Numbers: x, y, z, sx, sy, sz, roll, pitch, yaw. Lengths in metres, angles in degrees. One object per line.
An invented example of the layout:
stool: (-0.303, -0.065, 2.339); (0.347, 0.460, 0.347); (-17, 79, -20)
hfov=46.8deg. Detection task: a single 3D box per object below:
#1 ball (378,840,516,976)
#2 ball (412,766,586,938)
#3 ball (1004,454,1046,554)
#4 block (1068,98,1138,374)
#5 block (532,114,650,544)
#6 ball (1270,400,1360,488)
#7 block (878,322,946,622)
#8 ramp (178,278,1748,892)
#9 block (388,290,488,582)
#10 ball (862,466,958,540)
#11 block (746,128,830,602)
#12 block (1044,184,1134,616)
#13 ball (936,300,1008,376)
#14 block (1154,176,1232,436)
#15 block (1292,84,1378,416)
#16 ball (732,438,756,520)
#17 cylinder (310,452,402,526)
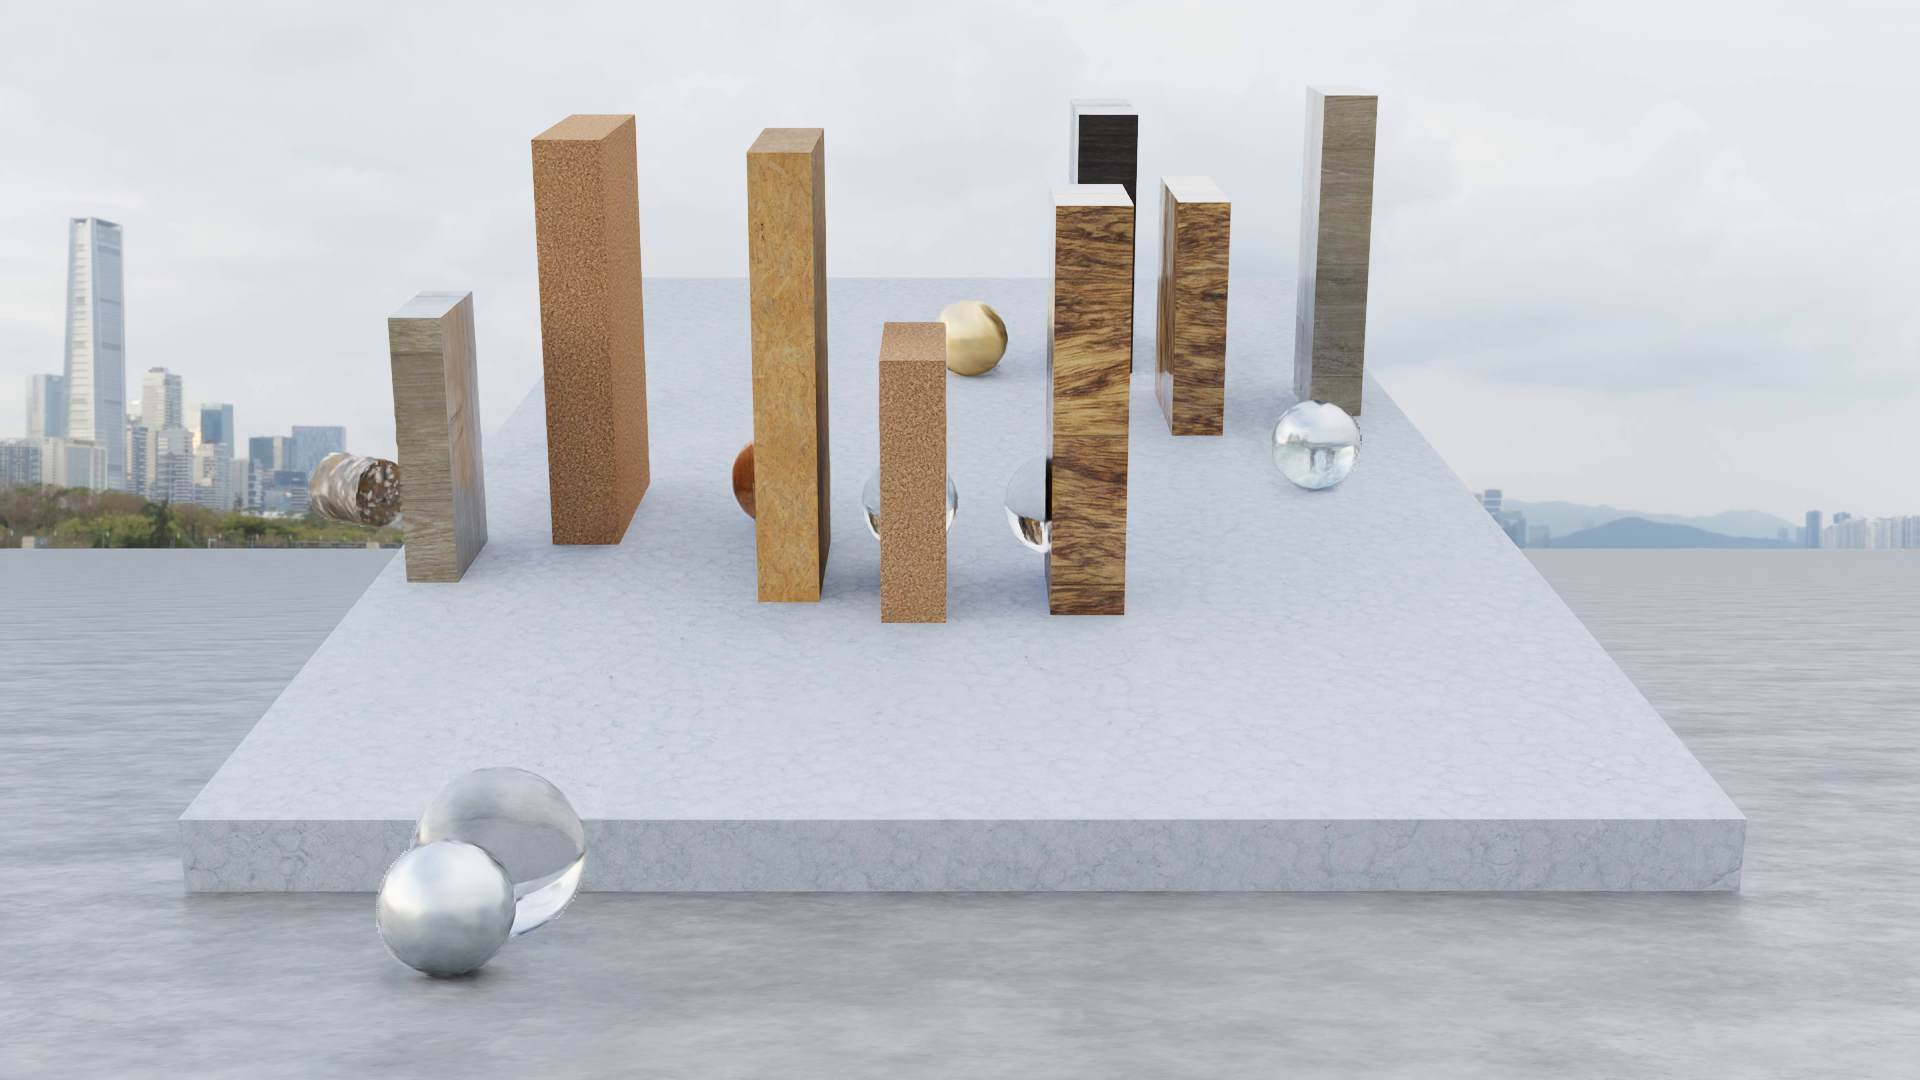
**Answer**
ball: (-0.532, 0.381, 2.299); (0.140, 0.140, 0.140); (0, 0, 0)
ball: (-0.525, 0.355, 2.526); (0.194, 0.194, 0.194); (0, 0, 0)
ball: (0.168, -0.063, 3.913); (0.181, 0.181, 0.181); (0, 0, 0)
block: (0.347, -0.757, 5.471); (0.140, 0.619, 0.399); (0, 17, 0)
block: (-0.673, -0.398, 4.088); (0.119, 0.721, 0.427); (0, 17, 0)
ball: (0.696, -0.187, 4.343); (0.172, 0.172, 0.172); (0, 0, 0)
block: (-0.075, -0.117, 3.657); (0.104, 0.431, 0.312); (0, 17, 0)
ramp: (-0.003, -0.168, 4.755); (2.000, 0.100, 4.000); (0, 17, 0)
block: (-0.897, -0.182, 3.826); (0.087, 0.456, 0.251); (0, 17, 0)
ball: (-0.089, -0.065, 3.935); (0.171, 0.171, 0.171); (0, 0, 0)
block: (-0.284, -0.303, 3.738); (0.102, 0.739, 0.360); (0, 17, 0)
block: (0.207, -0.232, 3.631); (0.120, 0.666, 0.248); (0, 17, 0)
ball: (0.023, -0.485, 5.322); (0.182, 0.182, 0.182); (0, 0, 0)
block: (0.510, -0.527, 4.905); (0.110, 0.502, 0.430); (0, 17, 0)
block: (0.838, -0.651, 4.969); (0.115, 0.705, 0.251); (0, 17, 0)
ball: (-0.333, -0.113, 4.084); (0.177, 0.177, 0.177); (0, 0, 0)
cylinder: (-1.170, -0.099, 4.315); (0.130, 0.130, 0.130); (9, 5, 33)
